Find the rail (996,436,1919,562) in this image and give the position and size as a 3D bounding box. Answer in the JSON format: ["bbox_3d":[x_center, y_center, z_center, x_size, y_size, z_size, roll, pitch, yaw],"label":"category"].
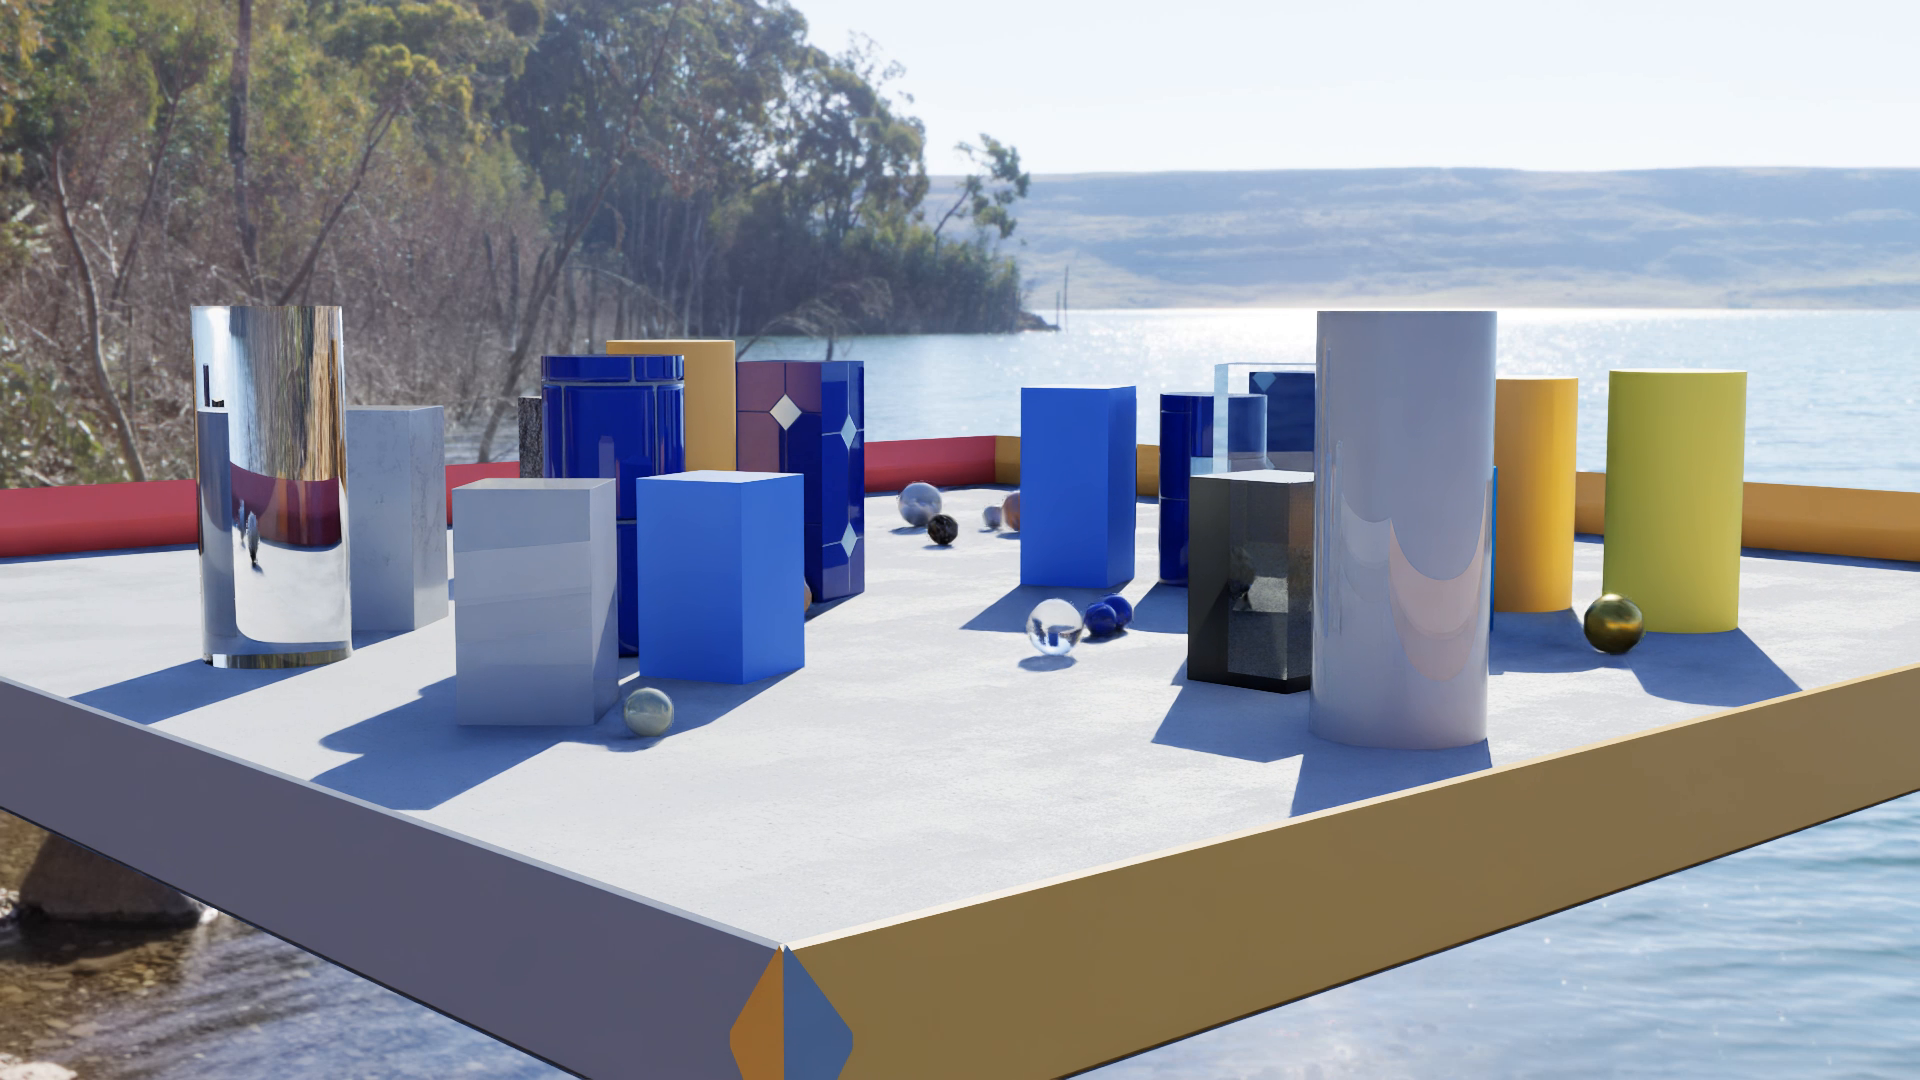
[{"bbox_3d":[1.138,-0.080,4.377,0.045,0.119,3.142,-6,8,-42],"label":"rail"}]

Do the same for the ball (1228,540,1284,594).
[{"bbox_3d":[0.457,0.042,3.394,0.085,0.085,0.085,0,6,0],"label":"ball"}]

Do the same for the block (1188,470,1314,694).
[{"bbox_3d":[0.375,0.045,2.616,0.146,0.244,0.146,6,9,45],"label":"block"}]

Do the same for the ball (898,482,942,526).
[{"bbox_3d":[-0.080,-0.072,4.437,0.090,0.090,0.090,0,6,0],"label":"ball"}]

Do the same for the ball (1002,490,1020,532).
[{"bbox_3d":[0.125,-0.057,4.332,0.084,0.084,0.084,0,6,0],"label":"ball"}]

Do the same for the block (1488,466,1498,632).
[{"bbox_3d":[0.638,0.008,3.048,0.146,0.226,0.146,-2,6,-20],"label":"block"}]

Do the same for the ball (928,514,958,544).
[{"bbox_3d":[-0.031,-0.020,4.108,0.058,0.058,0.058,0,6,0],"label":"ball"}]

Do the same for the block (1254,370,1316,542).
[{"bbox_3d":[0.668,-0.166,4.235,0.146,0.320,0.146,5,8,40],"label":"block"}]

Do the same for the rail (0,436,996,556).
[{"bbox_3d":[-1.049,-0.090,4.463,3.144,0.119,0.045,-6,8,-42],"label":"rail"}]

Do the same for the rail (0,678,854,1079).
[{"bbox_3d":[-1.138,0.142,2.288,0.045,0.119,3.142,-6,8,-42],"label":"rail"}]

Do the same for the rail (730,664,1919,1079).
[{"bbox_3d":[1.049,0.151,2.202,3.144,0.119,0.045,-6,8,-42],"label":"rail"}]

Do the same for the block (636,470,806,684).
[{"bbox_3d":[-0.289,0.042,2.675,0.146,0.239,0.146,3,7,26],"label":"block"}]

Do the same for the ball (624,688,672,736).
[{"bbox_3d":[-0.324,0.178,2.279,0.051,0.051,0.051,0,6,0],"label":"ball"}]

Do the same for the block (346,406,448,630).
[{"bbox_3d":[-0.815,-0.034,3.085,0.146,0.303,0.146,1,6,5],"label":"block"}]

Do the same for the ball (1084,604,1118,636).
[{"bbox_3d":[0.190,0.107,2.974,0.044,0.044,0.044,0,6,0],"label":"ball"}]

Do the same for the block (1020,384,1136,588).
[{"bbox_3d":[0.192,-0.090,3.550,0.146,0.315,0.146,2,7,22],"label":"block"}]

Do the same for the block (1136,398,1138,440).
[{"bbox_3d":[0.276,-0.158,4.438,0.146,0.261,0.146,0,6,-1],"label":"block"}]

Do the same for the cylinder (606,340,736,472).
[{"bbox_3d":[-0.413,-0.088,3.160,0.183,0.394,0.183,0,6,0],"label":"cylinder"}]

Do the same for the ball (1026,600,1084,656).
[{"bbox_3d":[0.121,0.112,2.803,0.072,0.072,0.072,0,6,0],"label":"ball"}]

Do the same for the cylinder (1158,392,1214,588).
[{"bbox_3d":[0.412,-0.083,3.540,0.183,0.304,0.183,0,6,0],"label":"cylinder"}]

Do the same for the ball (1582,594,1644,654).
[{"bbox_3d":[0.838,0.108,2.821,0.075,0.075,0.075,0,6,0],"label":"ball"}]

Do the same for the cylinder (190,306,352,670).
[{"bbox_3d":[-0.866,-0.072,2.770,0.183,0.444,0.183,0,6,0],"label":"cylinder"}]

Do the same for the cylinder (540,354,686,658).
[{"bbox_3d":[-0.447,-0.048,2.851,0.183,0.380,0.183,0,6,0],"label":"cylinder"}]

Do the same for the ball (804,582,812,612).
[{"bbox_3d":[-0.243,0.081,3.130,0.063,0.063,0.063,0,6,0],"label":"ball"}]

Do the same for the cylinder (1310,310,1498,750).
[{"bbox_3d":[0.458,-0.017,2.281,0.183,0.439,0.183,0,6,0],"label":"cylinder"}]

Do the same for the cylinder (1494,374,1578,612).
[{"bbox_3d":[0.822,-0.073,3.276,0.183,0.339,0.183,0,6,0],"label":"cylinder"}]

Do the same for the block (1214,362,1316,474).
[{"bbox_3d":[0.454,-0.073,3.177,0.146,0.361,0.146,2,6,20],"label":"block"}]

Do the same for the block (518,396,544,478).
[{"bbox_3d":[-0.672,-0.108,3.861,0.146,0.285,0.146,-5,8,-40],"label":"block"}]

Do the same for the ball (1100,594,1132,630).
[{"bbox_3d":[0.213,0.100,3.026,0.049,0.049,0.049,0,6,0],"label":"ball"}]

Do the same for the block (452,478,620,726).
[{"bbox_3d":[-0.461,0.064,2.402,0.146,0.252,0.146,0,6,2],"label":"block"}]

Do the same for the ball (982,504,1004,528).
[{"bbox_3d":[0.069,-0.047,4.404,0.048,0.048,0.048,0,6,0],"label":"ball"}]

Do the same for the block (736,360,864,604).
[{"bbox_3d":[-0.244,-0.094,3.376,0.146,0.360,0.146,3,7,23],"label":"block"}]

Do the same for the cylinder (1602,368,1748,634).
[{"bbox_3d":[0.996,-0.059,3.070,0.183,0.355,0.183,0,6,0],"label":"cylinder"}]
